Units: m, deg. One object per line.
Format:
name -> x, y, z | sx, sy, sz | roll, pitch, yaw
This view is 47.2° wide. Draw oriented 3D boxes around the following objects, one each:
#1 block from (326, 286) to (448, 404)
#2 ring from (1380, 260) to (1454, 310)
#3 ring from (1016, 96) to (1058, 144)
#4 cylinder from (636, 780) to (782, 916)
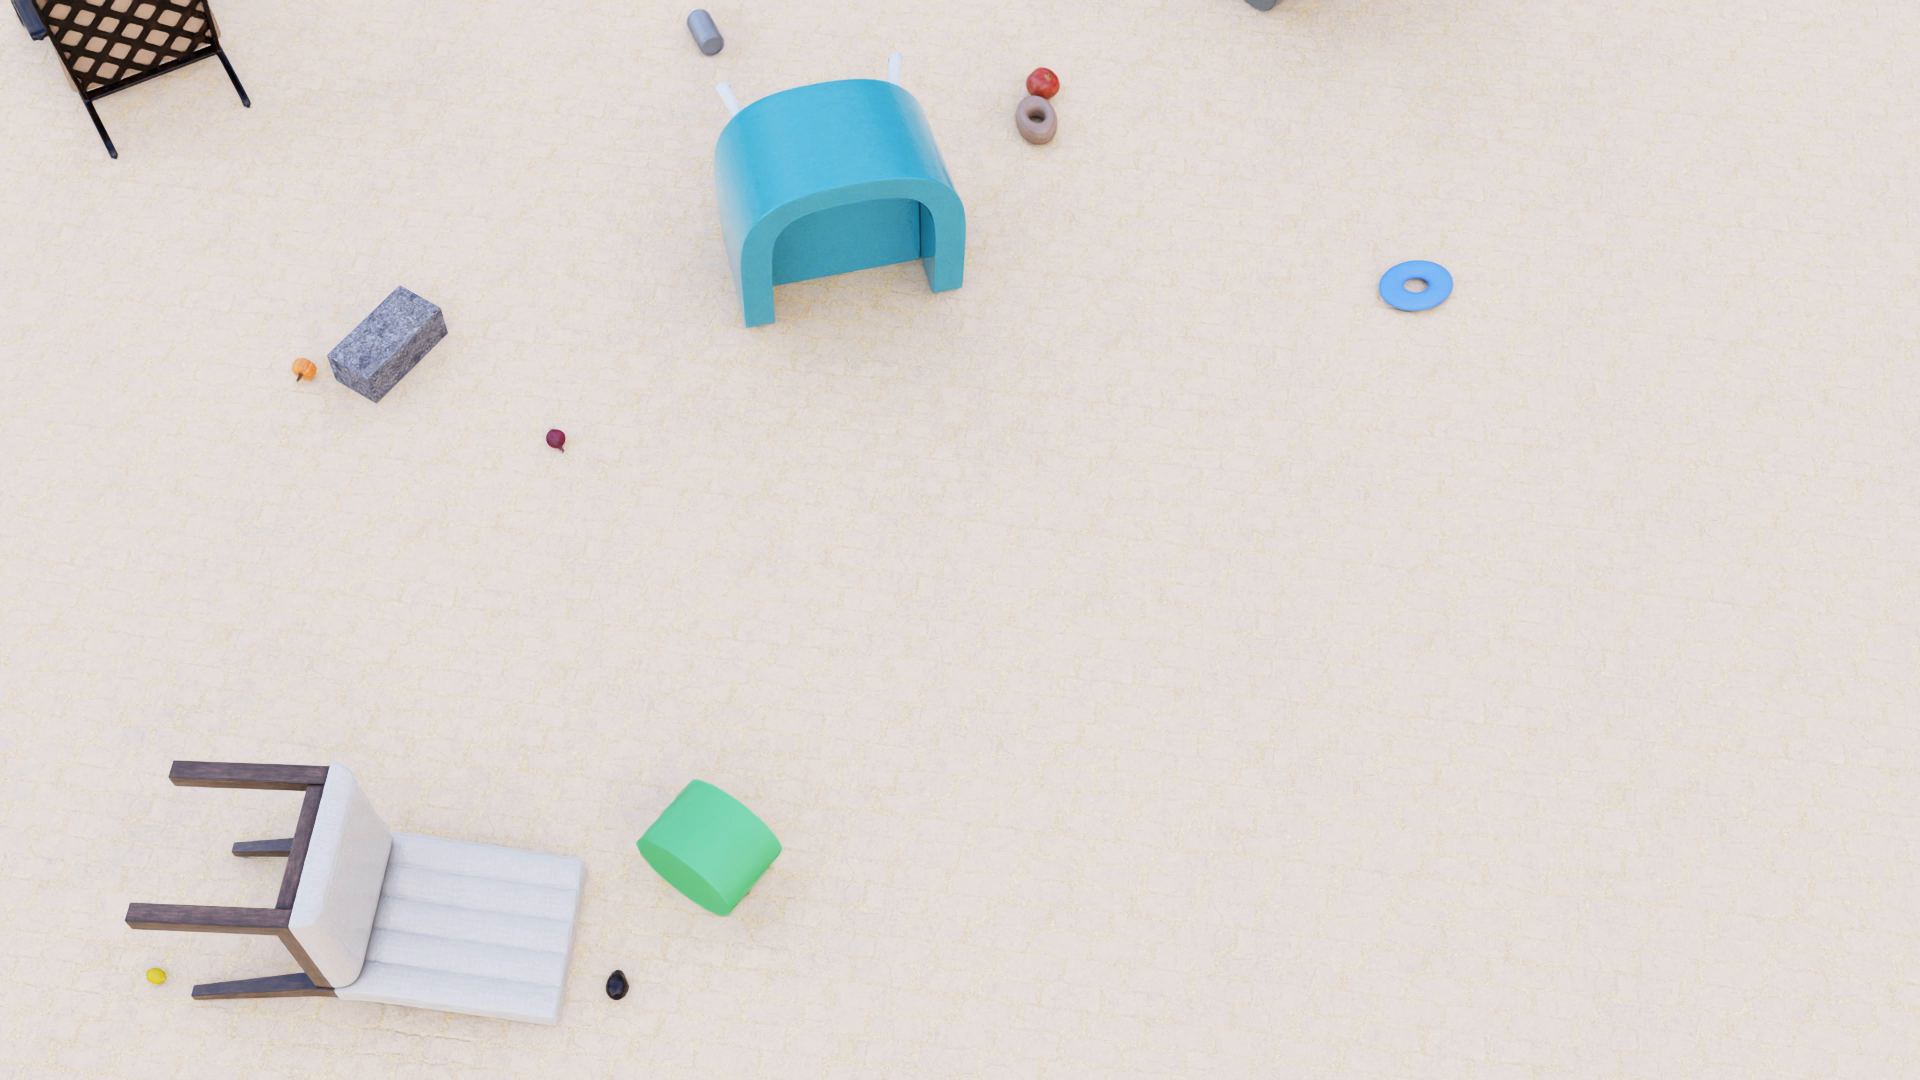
block -> -1.797, -0.616, 6.912 | 0.169, 0.125, 0.340 | 29, 61, 18
ring -> 1.472, -0.822, 7.099 | 0.251, 0.044, 0.200 | -19, 57, -13
ring -> 0.260, -1.429, 7.485 | 0.140, 0.082, 0.199 | -11, 56, -5
cylinder -> -0.670, 0.820, 5.877 | 0.318, 0.243, 0.222 | 32, 62, 18
